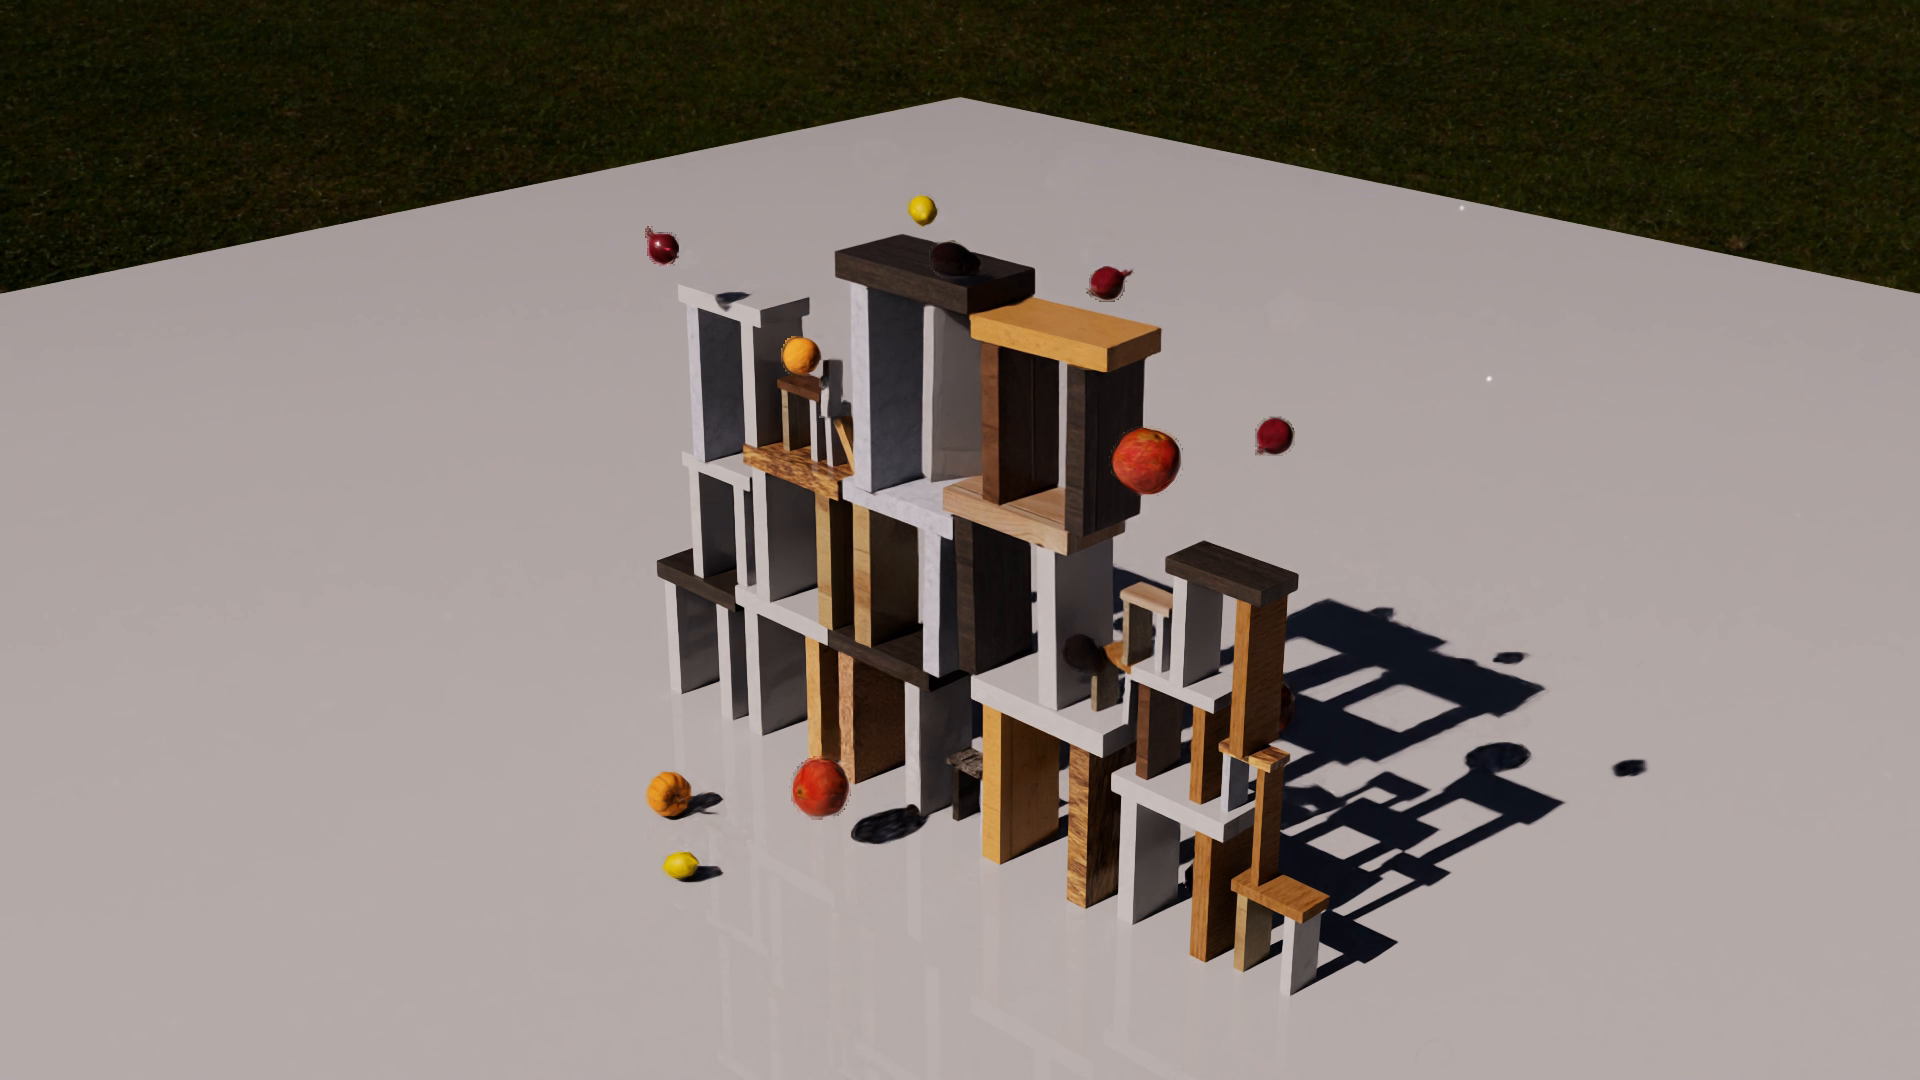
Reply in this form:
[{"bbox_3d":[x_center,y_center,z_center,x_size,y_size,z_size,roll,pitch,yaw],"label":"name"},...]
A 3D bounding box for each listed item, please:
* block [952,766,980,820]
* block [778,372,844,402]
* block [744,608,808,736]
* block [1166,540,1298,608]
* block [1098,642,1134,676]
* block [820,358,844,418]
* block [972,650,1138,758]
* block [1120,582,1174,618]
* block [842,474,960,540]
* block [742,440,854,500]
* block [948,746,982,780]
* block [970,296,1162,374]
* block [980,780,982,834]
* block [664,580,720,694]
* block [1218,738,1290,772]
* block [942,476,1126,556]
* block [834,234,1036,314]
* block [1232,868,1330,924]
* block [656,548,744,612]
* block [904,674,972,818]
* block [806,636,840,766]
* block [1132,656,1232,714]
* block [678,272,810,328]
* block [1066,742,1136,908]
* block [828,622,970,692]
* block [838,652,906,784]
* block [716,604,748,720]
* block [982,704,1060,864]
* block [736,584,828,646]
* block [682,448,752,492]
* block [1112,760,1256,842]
[{"bbox_3d":[0.011,0.501,4.428,0.017,0.120,0.060,21,31,41],"label":"block"},{"bbox_3d":[-0.300,-0.307,4.419,0.064,0.018,0.129,-21,31,-41],"label":"block"},{"bbox_3d":[-0.391,0.264,4.763,0.042,0.293,0.147,21,31,41],"label":"block"},{"bbox_3d":[0.463,0.057,3.752,0.206,0.029,0.103,21,31,41],"label":"block"},{"bbox_3d":[0.301,0.215,3.997,0.051,0.015,0.103,-15,27,-31],"label":"block"},{"bbox_3d":[-0.252,-0.299,4.321,0.016,0.112,0.056,7,9,25],"label":"block"},{"bbox_3d":[0.199,0.304,4.130,0.334,0.047,0.167,21,31,41],"label":"block"},{"bbox_3d":[0.345,0.105,3.894,0.113,0.016,0.056,21,31,40],"label":"block"},{"bbox_3d":[-0.070,-0.081,4.266,0.301,0.043,0.150,21,31,40],"label":"block"},{"bbox_3d":[-0.291,-0.156,4.469,0.146,0.041,0.292,-21,31,-40],"label":"block"},{"bbox_3d":[0.040,0.449,4.375,0.120,0.017,0.060,21,31,41],"label":"block"},{"bbox_3d":[0.184,-0.365,3.877,0.308,0.044,0.154,18,29,38],"label":"block"},{"bbox_3d":[0.068,0.523,4.376,0.017,0.120,0.060,21,31,41],"label":"block"},{"bbox_3d":[-0.592,0.199,4.947,0.038,0.270,0.135,21,31,41],"label":"block"},{"bbox_3d":[0.512,0.369,3.823,0.056,0.016,0.113,-21,31,-40],"label":"block"},{"bbox_3d":[0.134,-0.056,4.052,0.158,0.045,0.315,-21,31,-41],"label":"block"},{"bbox_3d":[-0.049,-0.494,4.065,0.175,0.050,0.350,-21,31,-41],"label":"block"},{"bbox_3d":[0.563,0.621,3.870,0.156,0.022,0.078,21,31,41],"label":"block"},{"bbox_3d":[-0.528,0.082,4.828,0.270,0.038,0.135,21,31,41],"label":"block"},{"bbox_3d":[-0.042,0.400,4.440,0.042,0.294,0.147,21,31,41],"label":"block"},{"bbox_3d":[-0.253,0.318,4.636,0.042,0.293,0.147,21,31,41],"label":"block"},{"bbox_3d":[0.406,0.250,3.896,0.188,0.027,0.094,21,31,41],"label":"block"},{"bbox_3d":[-0.443,-0.492,4.493,0.261,0.037,0.131,21,31,41],"label":"block"},{"bbox_3d":[0.277,0.510,4.132,0.047,0.334,0.167,21,31,41],"label":"block"},{"bbox_3d":[-0.112,0.219,4.439,0.294,0.042,0.147,21,31,40],"label":"block"},{"bbox_3d":[-0.181,0.346,4.568,0.042,0.294,0.147,21,31,41],"label":"block"},{"bbox_3d":[-0.464,0.248,4.830,0.038,0.270,0.135,21,31,41],"label":"block"},{"bbox_3d":[0.120,0.448,4.277,0.167,0.334,0.047,-21,31,-41],"label":"block"},{"bbox_3d":[-0.322,0.137,4.634,0.147,0.042,0.293,-21,31,-41],"label":"block"},{"bbox_3d":[-0.476,-0.160,4.669,0.223,0.032,0.112,21,31,41],"label":"block"},{"bbox_3d":[0.414,0.459,3.966,0.260,0.037,0.130,21,31,41],"label":"block"}]
